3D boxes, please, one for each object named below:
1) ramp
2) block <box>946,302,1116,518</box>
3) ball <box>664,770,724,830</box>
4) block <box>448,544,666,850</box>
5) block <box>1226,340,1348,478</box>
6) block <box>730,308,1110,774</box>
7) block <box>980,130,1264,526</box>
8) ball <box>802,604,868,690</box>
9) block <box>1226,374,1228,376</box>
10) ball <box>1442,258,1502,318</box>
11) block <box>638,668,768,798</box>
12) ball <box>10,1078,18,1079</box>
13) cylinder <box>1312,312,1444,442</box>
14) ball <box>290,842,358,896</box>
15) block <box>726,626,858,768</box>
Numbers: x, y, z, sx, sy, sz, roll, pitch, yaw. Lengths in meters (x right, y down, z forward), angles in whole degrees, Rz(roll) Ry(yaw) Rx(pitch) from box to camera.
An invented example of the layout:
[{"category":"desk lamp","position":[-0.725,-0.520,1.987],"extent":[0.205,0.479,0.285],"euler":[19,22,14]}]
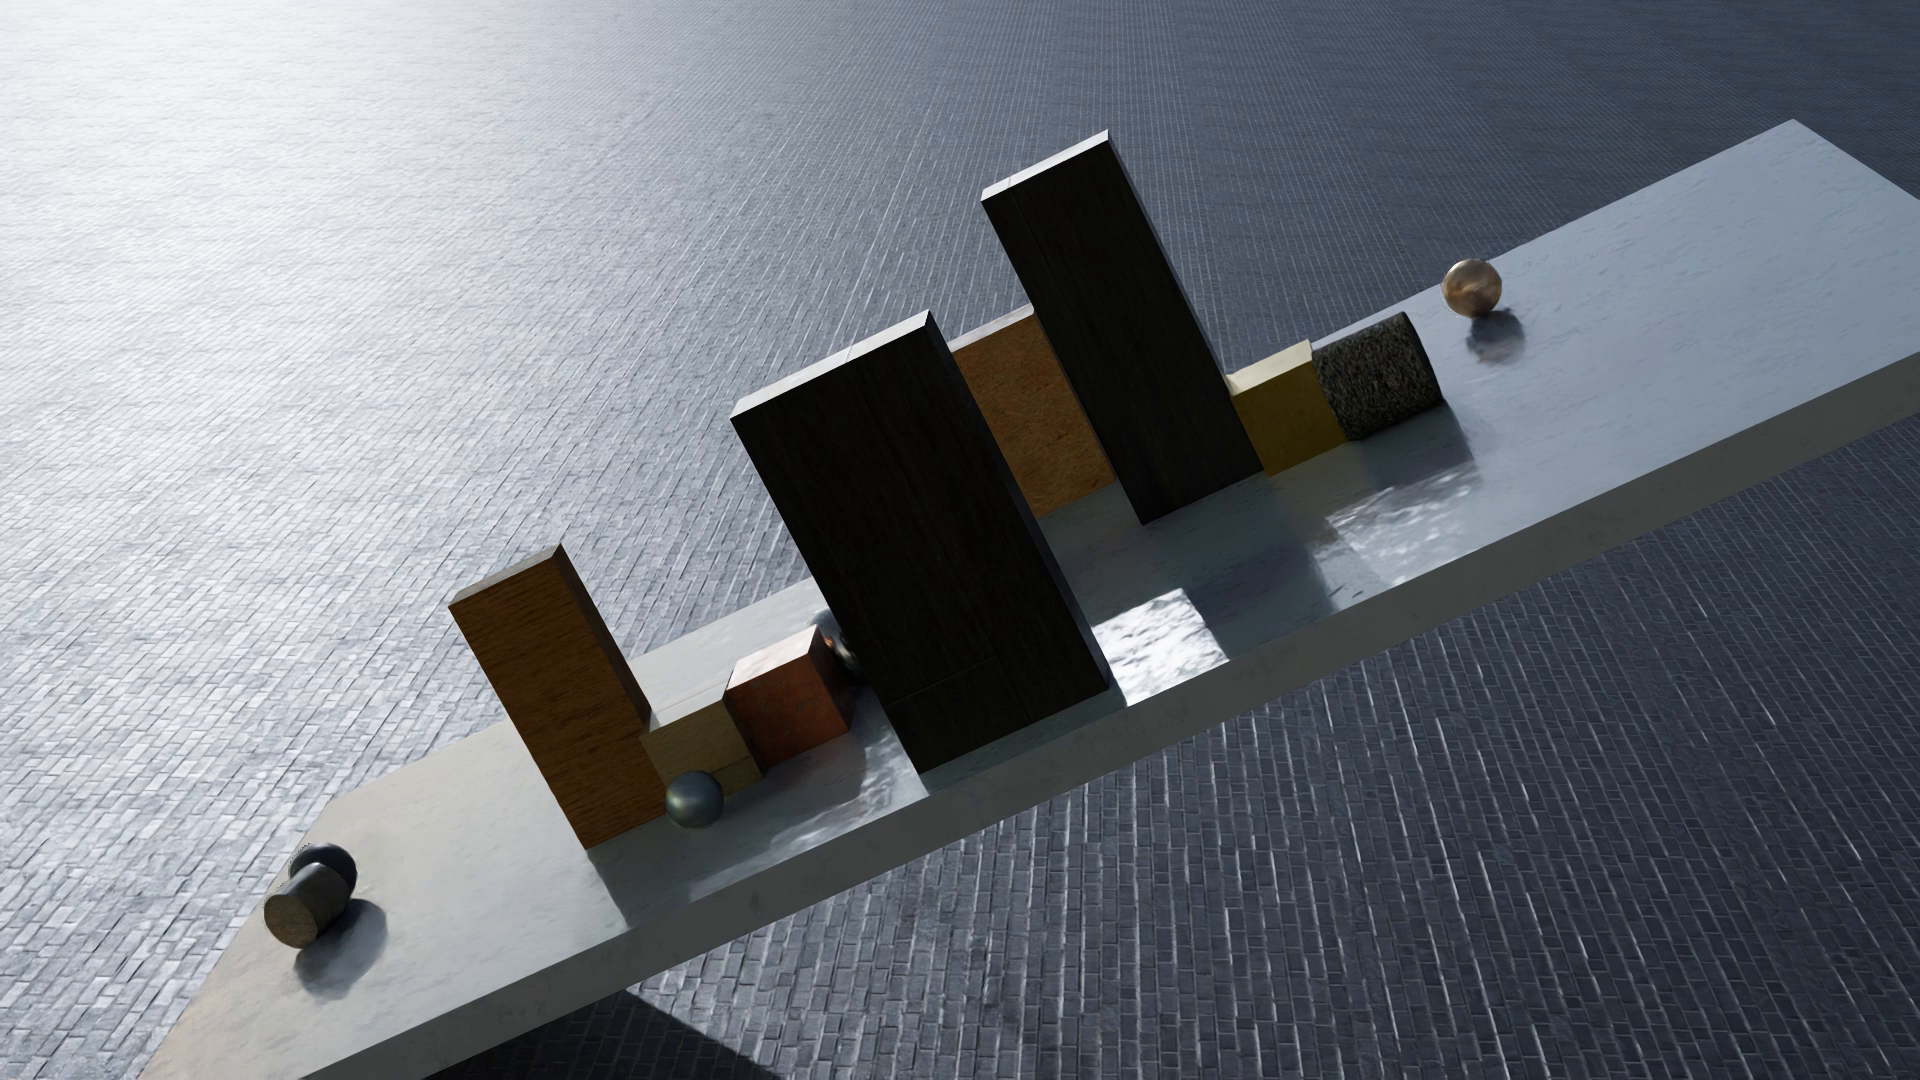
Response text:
[{"category":"ramp","position":[0.138,0.168,6.281],"extent":[4.000,0.100,2.000],"euler":[-25,14,10]},{"category":"block","position":[0.084,-0.260,6.823],"extent":[0.409,0.437,0.144],"euler":[-25,14,10]},{"category":"ball","position":[-0.524,0.512,5.801],"extent":[0.117,0.117,0.117],"euler":[0,16,0]},{"category":"block","position":[-0.792,0.322,6.019],"extent":[0.240,0.584,0.105],"euler":[-25,14,10]},{"category":"block","position":[0.698,-0.281,6.252],"extent":[0.192,0.192,0.192],"euler":[-25,14,10]},{"category":"block","position":[-0.067,0.008,5.419],"extent":[0.394,0.759,0.140],"euler":[-25,14,10]},{"category":"block","position":[0.352,-0.450,6.272],"extent":[0.294,0.782,0.144],"euler":[-25,14,10]},{"category":"ball","position":[-0.245,0.222,6.199],"extent":[0.186,0.186,0.186],"euler":[0,16,0]},{"category":"block","position":[0.569,-0.263,6.532],"extent":[0.146,0.146,0.146],"euler":[-27,13,-1]},{"category":"ball","position":[1.145,-0.563,6.574],"extent":[0.131,0.131,0.131],"euler":[0,16,0]},{"category":"block","position":[-0.514,0.412,5.999],"extent":[0.189,0.189,0.189],"euler":[-25,14,10]},{"category":"ball","position":[-1.920,1.164,5.961],"extent":[0.142,0.142,0.142],"euler":[0,16,0]},{"category":"cylinder","position":[0.868,-0.340,6.118],"extent":[0.206,0.206,0.206],"euler":[-24,11,15]},{"category":"ball","position":[-1.421,0.750,6.565],"extent":[0.149,0.149,0.149],"euler":[0,16,0]},{"category":"block","position":[-0.343,0.319,6.026],"extent":[0.185,0.185,0.185],"euler":[-25,14,10]}]
